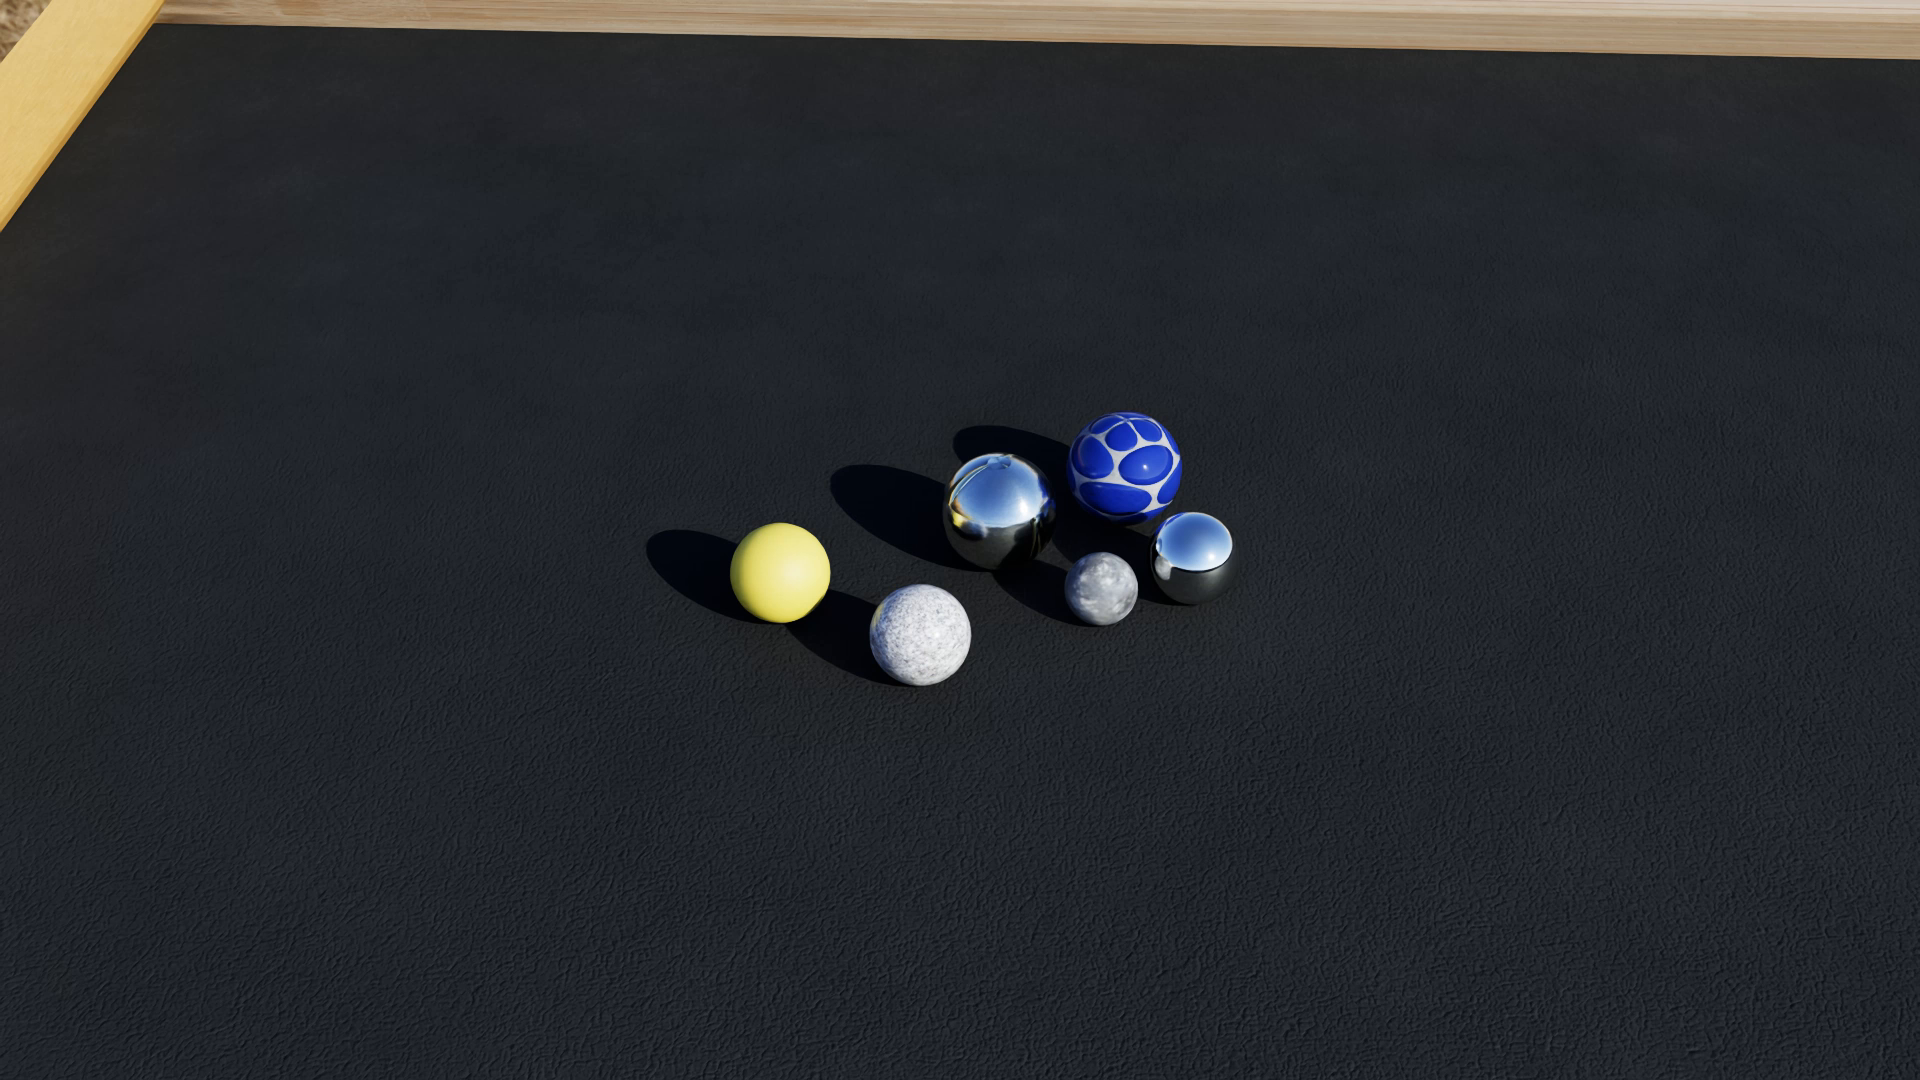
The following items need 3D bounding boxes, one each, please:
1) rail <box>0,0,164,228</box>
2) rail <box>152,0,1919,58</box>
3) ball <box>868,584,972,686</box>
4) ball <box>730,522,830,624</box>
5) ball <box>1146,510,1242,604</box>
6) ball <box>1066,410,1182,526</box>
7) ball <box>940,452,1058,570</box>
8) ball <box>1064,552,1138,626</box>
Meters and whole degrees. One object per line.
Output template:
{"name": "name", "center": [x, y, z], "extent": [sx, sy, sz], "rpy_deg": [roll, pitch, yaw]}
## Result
{"name": "rail", "center": [-0.817, -0.045, 1.774], "extent": [0.045, 0.119, 1.775], "rpy_deg": [2, 36, 2]}
{"name": "rail", "center": [0.883, -0.499, 2.411], "extent": [3.369, 0.119, 0.045], "rpy_deg": [2, 36, 2]}
{"name": "ball", "center": [-0.026, 0.062, 1.672], "extent": [0.067, 0.067, 0.067], "rpy_deg": [0, 36, 0]}
{"name": "ball", "center": [-0.121, 0.022, 1.727], "extent": [0.068, 0.068, 0.068], "rpy_deg": [0, 36, 0]}
{"name": "ball", "center": [0.159, 0.012, 1.744], "extent": [0.064, 0.064, 0.064], "rpy_deg": [0, 36, 0]}
{"name": "ball", "center": [0.116, -0.051, 1.817], "extent": [0.082, 0.082, 0.082], "rpy_deg": [0, 36, 0]}
{"name": "ball", "center": [0.027, -0.020, 1.773], "extent": [0.082, 0.082, 0.082], "rpy_deg": [0, 36, 0]}
{"name": "ball", "center": [0.095, 0.033, 1.727], "extent": [0.050, 0.050, 0.050], "rpy_deg": [0, 36, 0]}
